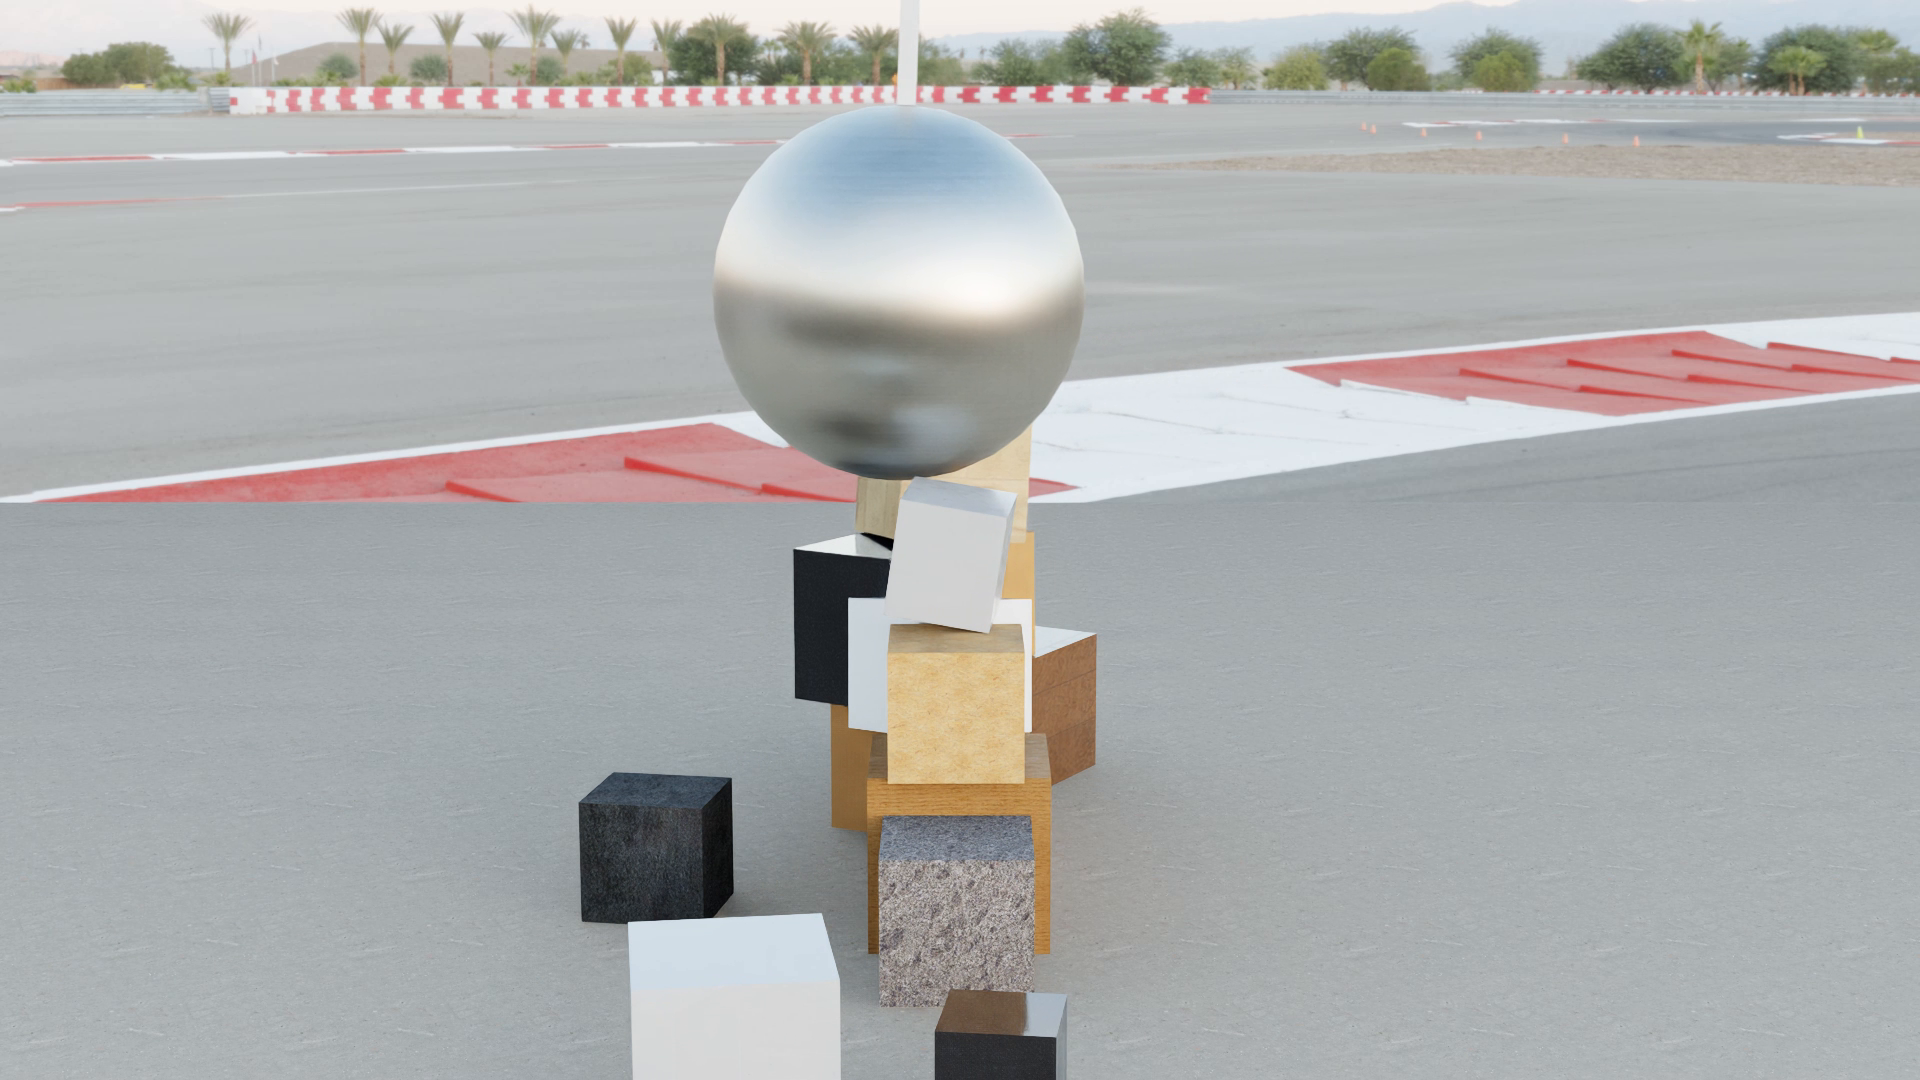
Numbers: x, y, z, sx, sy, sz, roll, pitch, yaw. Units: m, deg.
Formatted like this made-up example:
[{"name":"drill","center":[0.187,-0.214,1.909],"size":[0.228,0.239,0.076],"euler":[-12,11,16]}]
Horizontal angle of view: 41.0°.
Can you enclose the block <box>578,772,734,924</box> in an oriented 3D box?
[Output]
[{"name":"block","center":[-1.285,1.312,10.904],"size":[0.529,0.517,0.484],"euler":[2,10,10]}]

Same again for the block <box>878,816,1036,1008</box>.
[{"name":"block","center":[-0.012,1.440,10.019],"size":[0.590,0.581,0.600],"euler":[0,10,0]}]

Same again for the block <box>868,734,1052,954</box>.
[{"name":"block","center":[-0.003,1.249,10.647],"size":[0.735,0.734,0.705],"euler":[0,10,0]}]

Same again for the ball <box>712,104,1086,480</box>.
[{"name":"ball","center":[-0.261,-1.055,10.989],"size":[1.600,1.600,1.600],"euler":[0,10,0]}]

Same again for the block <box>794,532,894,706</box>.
[{"name":"block","center":[-0.348,0.369,11.823],"size":[0.588,0.698,0.605],"euler":[6,11,33]}]

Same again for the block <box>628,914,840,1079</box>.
[{"name":"block","center":[-0.767,1.675,8.626],"size":[0.670,0.619,0.676],"euler":[-1,10,-8]}]

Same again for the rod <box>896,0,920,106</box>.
[{"name":"rod","center":[-0.113,-4.397,10.381],"size":[0.080,5.200,0.080],"euler":[2,10,0]}]

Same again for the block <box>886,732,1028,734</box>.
[{"name":"block","center":[-0.015,1.175,11.351],"size":[0.633,0.627,0.687],"euler":[0,10,0]}]

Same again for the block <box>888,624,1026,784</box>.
[{"name":"block","center":[-0.016,0.655,10.377],"size":[0.541,0.530,0.541],"euler":[0,10,0]}]

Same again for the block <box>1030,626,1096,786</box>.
[{"name":"block","center":[0.218,0.836,13.037],"size":[0.713,0.691,0.678],"euler":[6,12,30]}]

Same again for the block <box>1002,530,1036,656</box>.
[{"name":"block","center":[-0.039,0.274,12.500],"size":[0.580,0.619,0.567],"euler":[9,16,39]}]

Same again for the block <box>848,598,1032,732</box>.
[{"name":"block","center":[-0.090,0.539,11.136],"size":[0.560,0.569,0.606],"euler":[0,0,-32]}]

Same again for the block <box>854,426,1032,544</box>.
[{"name":"block","center":[-0.080,-0.326,12.060],"size":[0.641,0.619,0.550],"euler":[1,5,-24]}]

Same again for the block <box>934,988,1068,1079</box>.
[{"name":"block","center":[0.140,1.781,8.520],"size":[0.397,0.447,0.395],"euler":[1,10,7]}]

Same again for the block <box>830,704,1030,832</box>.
[{"name":"block","center":[-0.134,0.995,12.219],"size":[0.704,0.671,0.712],"euler":[5,11,25]}]

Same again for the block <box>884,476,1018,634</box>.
[{"name":"block","center":[-0.036,0.055,10.597],"size":[0.439,0.488,0.467],"euler":[10,14,4]}]
